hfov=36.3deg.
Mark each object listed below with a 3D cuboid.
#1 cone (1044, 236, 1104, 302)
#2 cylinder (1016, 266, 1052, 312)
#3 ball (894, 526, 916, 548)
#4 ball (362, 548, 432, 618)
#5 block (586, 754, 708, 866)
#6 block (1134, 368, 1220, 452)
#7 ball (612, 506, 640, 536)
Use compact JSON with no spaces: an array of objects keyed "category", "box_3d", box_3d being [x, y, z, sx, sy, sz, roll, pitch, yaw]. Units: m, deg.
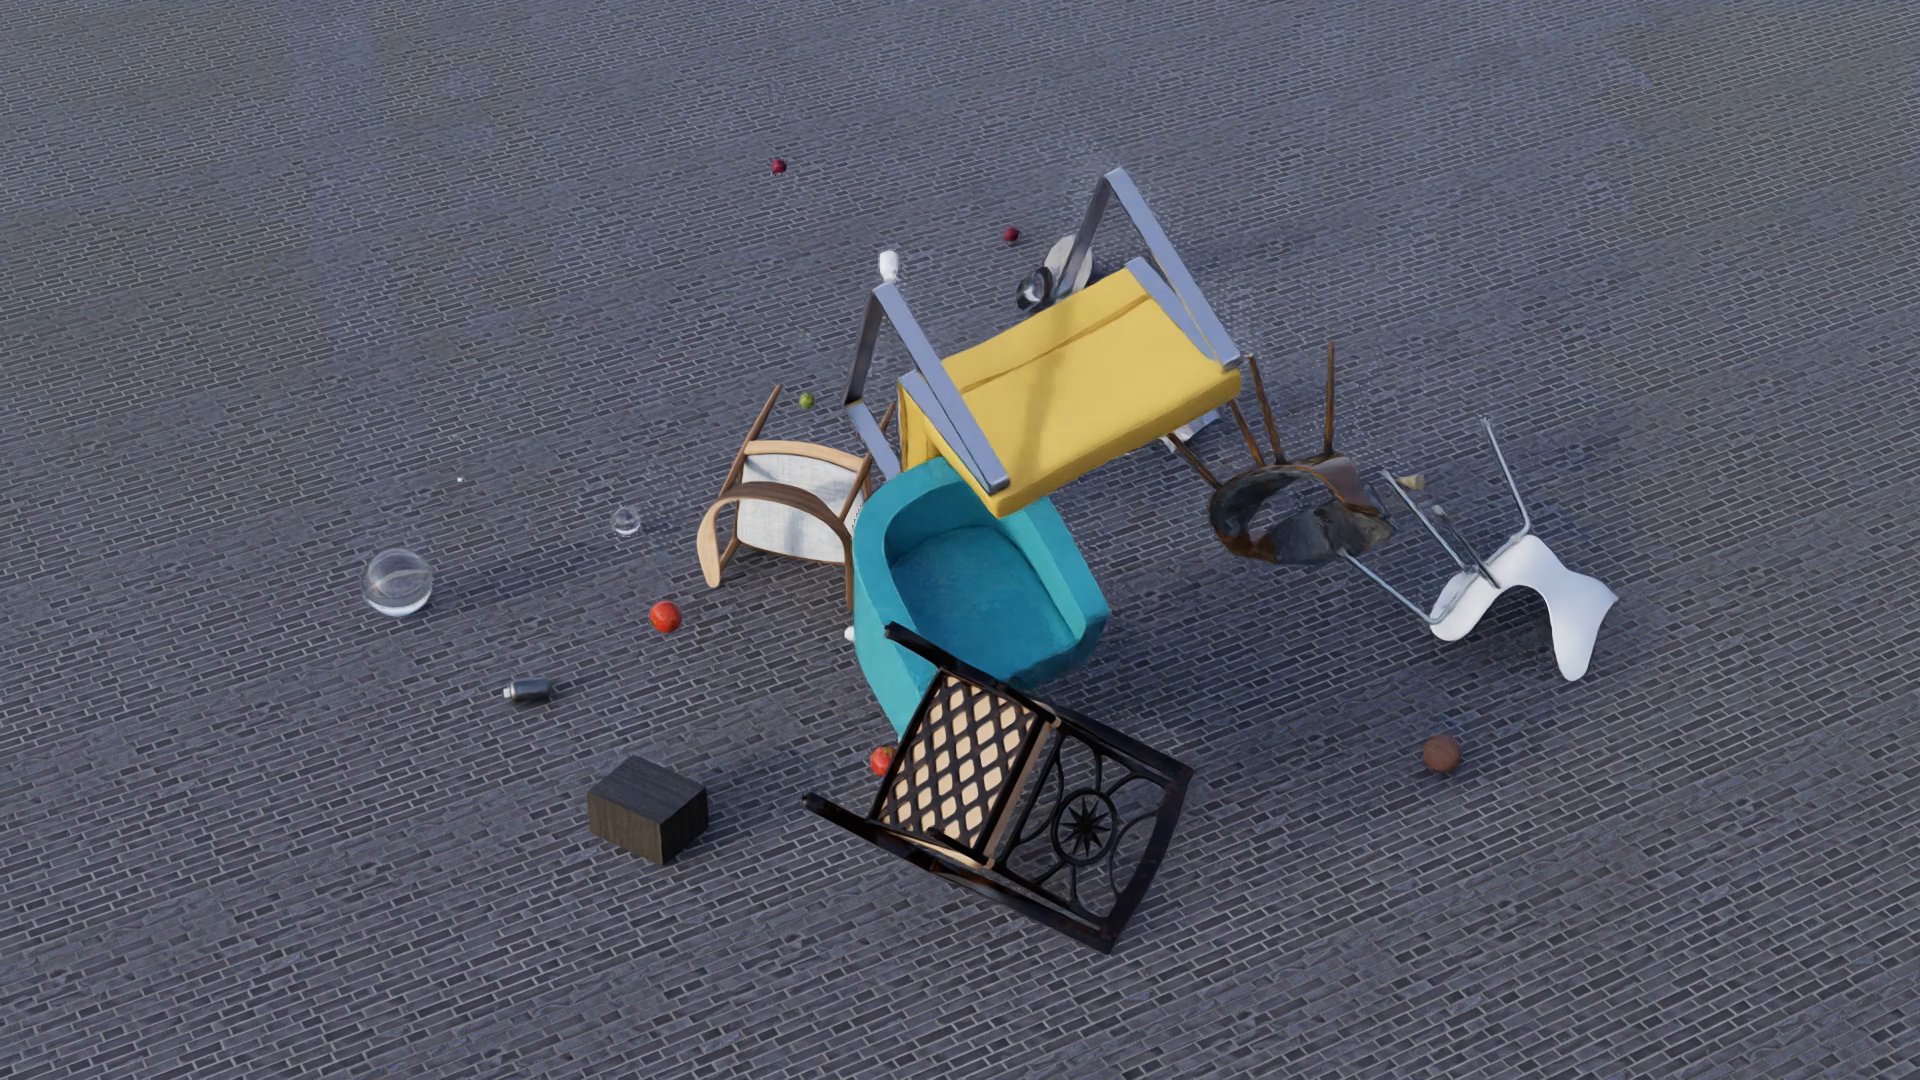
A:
[{"category":"cone","box_3d":[0.538,-1.147,12.520,0.219,0.314,0.273,5,65,-40]},{"category":"cylinder","box_3d":[0.315,-1.063,12.411,0.103,0.108,0.187,36,50,-19]},{"category":"ball","box_3d":[-0.202,-0.011,10.889,0.080,0.080,0.080,0,33,0]},{"category":"ball","box_3d":[-2.013,0.151,10.488,0.250,0.250,0.250,0,33,0]},{"category":"block","box_3d":[-1.007,0.871,9.468,0.301,0.169,0.238,20,38,28]},{"category":"block","box_3d":[0.849,-0.507,11.463,0.173,0.161,0.239,-34,85,-40]},{"category":"ball","box_3d":[-1.247,-0.071,10.954,0.109,0.109,0.109,0,33,0]}]
